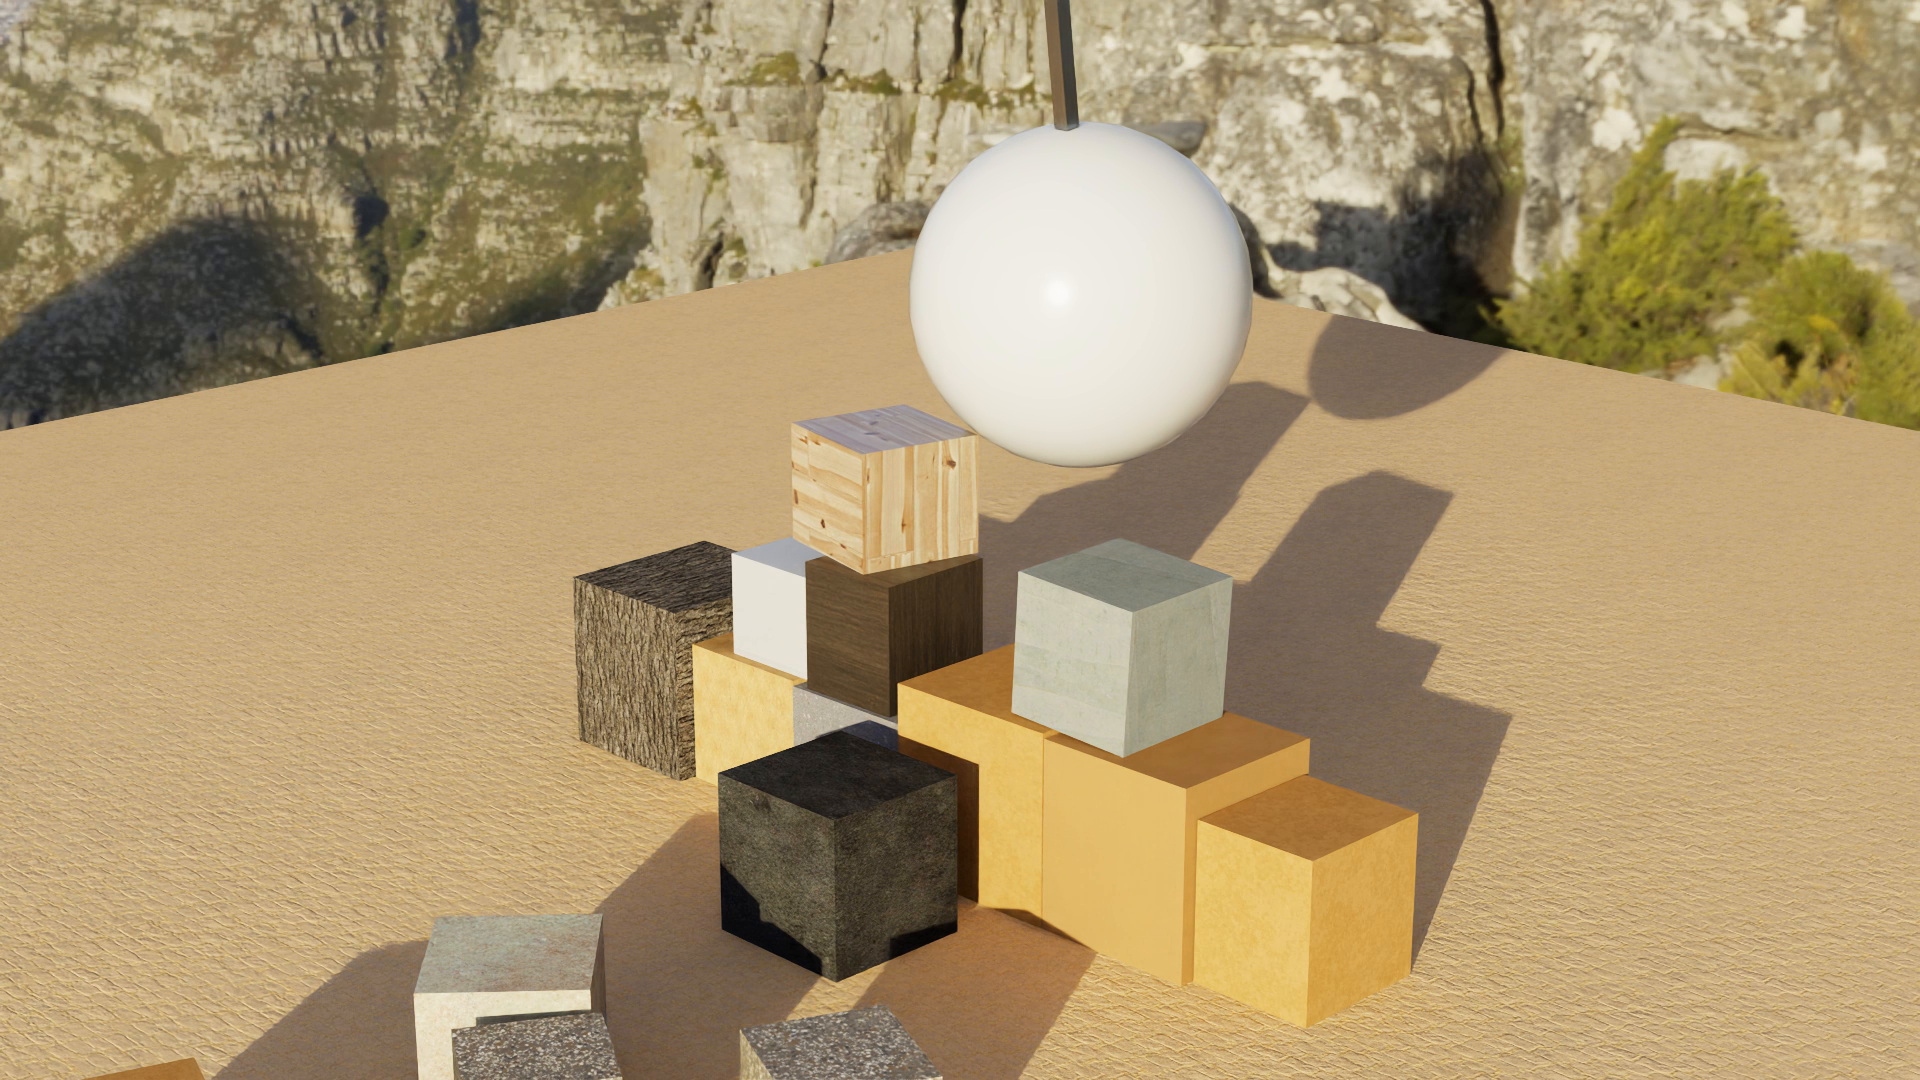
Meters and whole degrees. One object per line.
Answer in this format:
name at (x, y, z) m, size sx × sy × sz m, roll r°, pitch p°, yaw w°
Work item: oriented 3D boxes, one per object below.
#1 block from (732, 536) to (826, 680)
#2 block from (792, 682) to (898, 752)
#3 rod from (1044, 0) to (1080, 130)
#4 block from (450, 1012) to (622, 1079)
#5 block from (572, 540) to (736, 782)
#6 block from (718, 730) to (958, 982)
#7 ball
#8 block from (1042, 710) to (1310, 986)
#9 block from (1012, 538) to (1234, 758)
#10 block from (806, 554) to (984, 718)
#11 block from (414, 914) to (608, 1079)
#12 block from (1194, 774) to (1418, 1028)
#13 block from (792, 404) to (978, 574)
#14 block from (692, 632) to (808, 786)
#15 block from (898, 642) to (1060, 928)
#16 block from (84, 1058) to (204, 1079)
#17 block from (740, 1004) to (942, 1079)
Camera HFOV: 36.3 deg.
block at (-0.692, 0.307, 14.184) m, size 0.582 × 0.509 × 0.568 m, roll -17°, pitch 24°, yaw -42°
block at (-0.281, 1.027, 13.942) m, size 0.776 × 0.681 × 0.670 m, roll 17°, pitch 24°, yaw 42°
rod at (0.242, -4.253, 12.258) m, size 0.080 × 5.200 × 0.080 m, roll 17°, pitch 32°, yaw 42°
block at (-1.541, 2.116, 10.717) m, size 0.558 × 0.537 × 0.531 m, roll -4°, pitch 18°, yaw -14°
block at (-1.364, 0.600, 14.967) m, size 0.872 × 0.880 × 0.807 m, roll -17°, pitch 24°, yaw -42°
block at (-0.530, 1.363, 12.774) m, size 0.721 × 0.740 × 0.746 m, roll -17°, pitch 24°, yaw -42°
ball at (0.558, -1.133, 13.571) m, size 1.600 × 1.600 × 1.600 m, roll 0°, pitch 17°, yaw 0°
block at (0.935, 1.283, 12.769) m, size 0.815 × 0.896 × 0.806 m, roll -17°, pitch 24°, yaw -42°
block at (0.702, 0.455, 12.749) m, size 0.645 × 0.659 × 0.668 m, roll 20°, pitch 26°, yaw 40°
block at (-0.307, 0.392, 13.774) m, size 0.554 × 0.629 × 0.619 m, roll 16°, pitch 24°, yaw 42°
block at (-1.731, 1.873, 11.391) m, size 0.657 × 0.595 × 0.681 m, roll -1°, pitch 17°, yaw -3°
block at (1.450, 1.505, 12.318) m, size 0.706 × 0.742 × 0.605 m, roll -17°, pitch 24°, yaw -42°
block at (-0.355, -0.248, 13.806) m, size 0.628 × 0.574 × 0.657 m, roll -11°, pitch 20°, yaw -31°
block at (-0.801, 0.848, 14.477) m, size 0.711 × 0.700 × 0.736 m, roll -17°, pitch 24°, yaw -42°
block at (0.316, 1.093, 13.335) m, size 0.895 × 0.918 × 0.794 m, roll 16°, pitch 24°, yaw 42°
block at (-2.911, 2.256, 10.233) m, size 0.643 × 0.560 × 0.635 m, roll -8°, pitch 19°, yaw -24°
block at (-0.442, 2.110, 10.811) m, size 0.575 × 0.491 × 0.618 m, roll -6°, pitch 19°, yaw -20°
